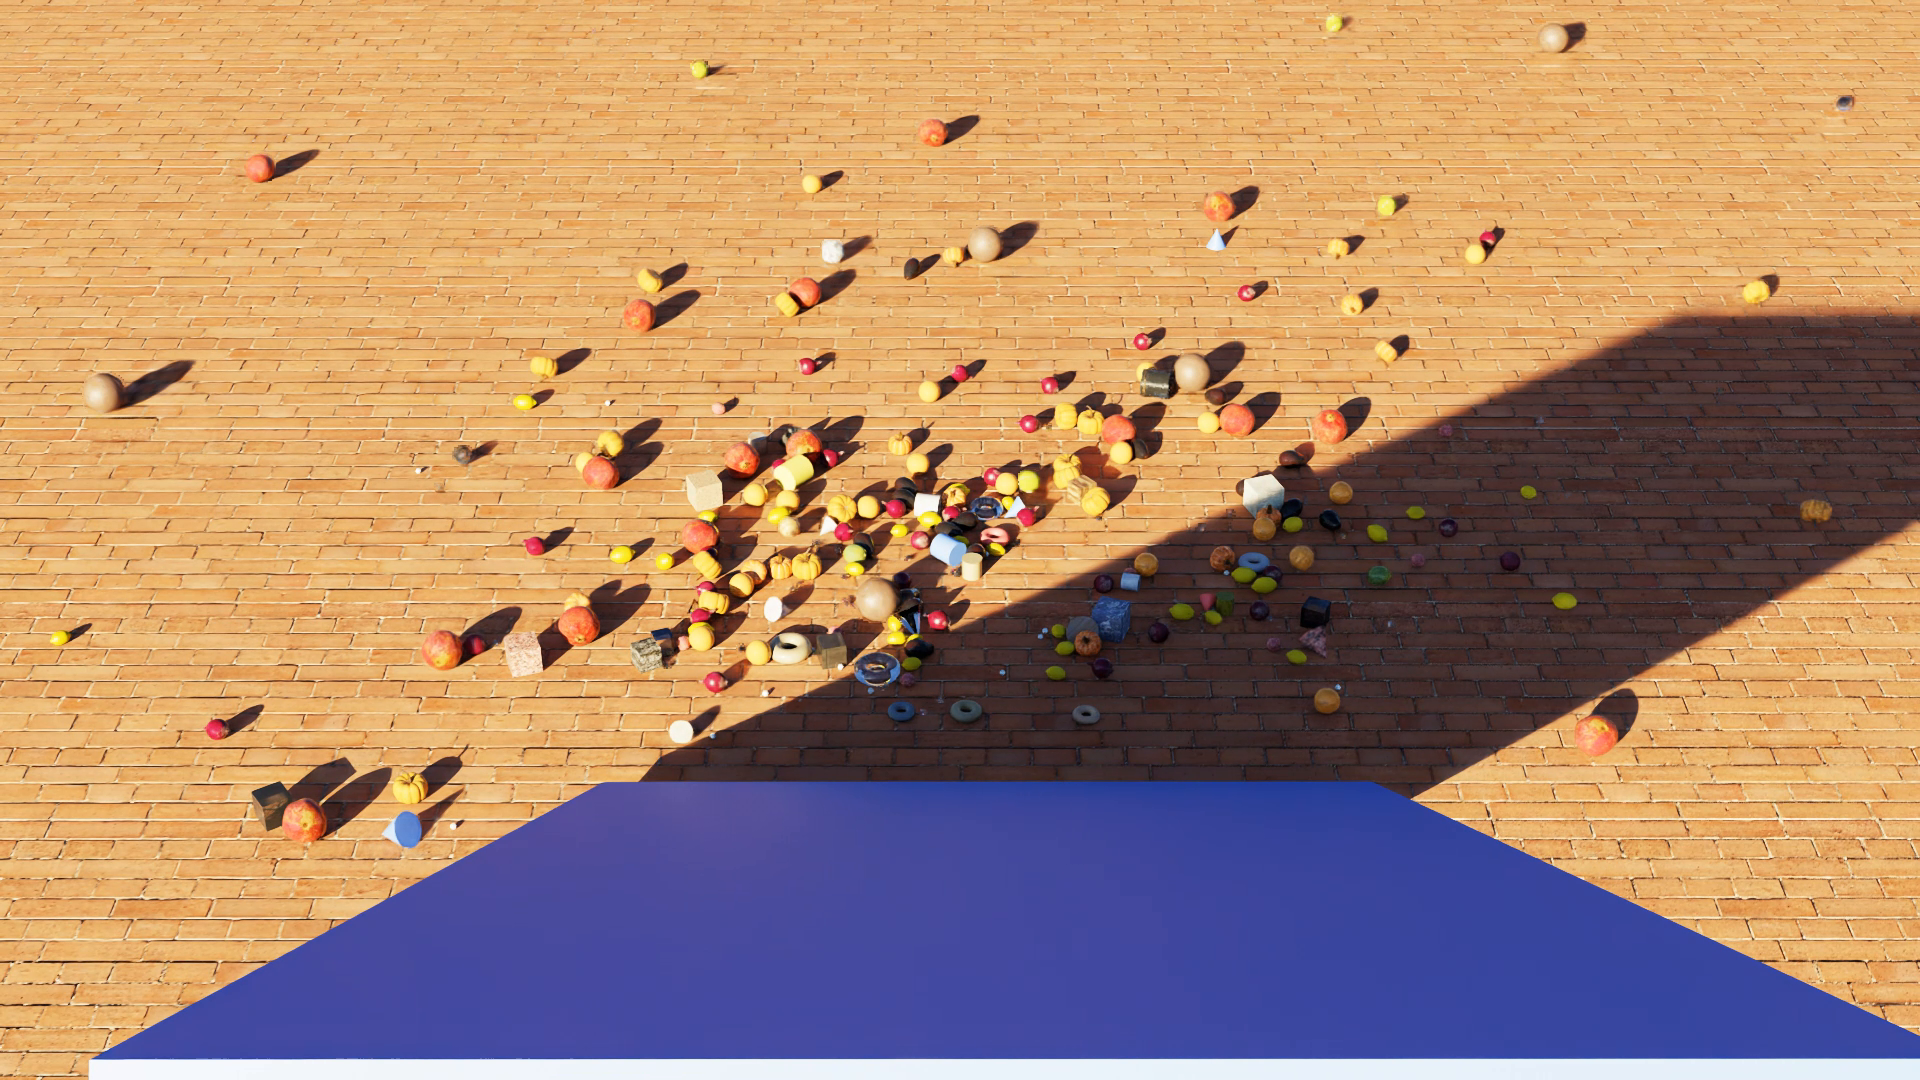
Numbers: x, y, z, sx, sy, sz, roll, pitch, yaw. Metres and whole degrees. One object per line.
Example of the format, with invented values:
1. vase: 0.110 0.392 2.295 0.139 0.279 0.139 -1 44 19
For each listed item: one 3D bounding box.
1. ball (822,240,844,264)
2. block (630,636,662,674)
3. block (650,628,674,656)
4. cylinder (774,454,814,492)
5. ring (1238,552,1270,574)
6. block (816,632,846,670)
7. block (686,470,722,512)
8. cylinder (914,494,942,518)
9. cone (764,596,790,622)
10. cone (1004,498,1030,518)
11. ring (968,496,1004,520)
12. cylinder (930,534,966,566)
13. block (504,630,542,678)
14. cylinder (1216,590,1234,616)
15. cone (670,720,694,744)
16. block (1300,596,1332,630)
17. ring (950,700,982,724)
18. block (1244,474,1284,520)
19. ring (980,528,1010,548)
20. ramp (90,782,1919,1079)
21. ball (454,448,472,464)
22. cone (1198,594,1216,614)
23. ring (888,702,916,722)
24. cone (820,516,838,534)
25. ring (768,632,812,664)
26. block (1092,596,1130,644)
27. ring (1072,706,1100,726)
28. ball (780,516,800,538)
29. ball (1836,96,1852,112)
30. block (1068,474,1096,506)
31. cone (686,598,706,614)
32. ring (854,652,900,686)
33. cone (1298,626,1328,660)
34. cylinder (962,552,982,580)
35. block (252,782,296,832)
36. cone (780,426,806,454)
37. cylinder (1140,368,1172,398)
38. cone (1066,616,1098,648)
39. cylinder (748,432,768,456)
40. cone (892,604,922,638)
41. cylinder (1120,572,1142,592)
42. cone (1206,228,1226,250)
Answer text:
1. ball: -0.461 -1.044 9.402 0.084 0.084 0.084 0 33 0
2. block: -0.885 0.325 7.317 0.065 0.065 0.065 -17 37 -25
3. block: -0.847 0.290 7.381 0.053 0.053 0.053 -12 35 -18
4. cylinder: -0.520 -0.209 8.117 0.087 0.087 0.087 24 40 32
5. ring: 0.877 0.069 7.741 0.095 0.032 0.095 0 32 0
6. block: -0.363 0.313 7.330 0.070 0.070 0.070 -9 34 -13
7. block: -0.791 -0.153 8.033 0.085 0.085 0.085 -14 36 -21
8. cylinder: -0.098 -0.105 7.971 0.072 0.072 0.072 4 33 13
9. cone: -0.516 0.202 7.535 0.072 0.072 0.072 5 21 -47
10. cone: 0.167 -0.087 7.980 0.071 0.071 0.071 -32 37 1
11. ring: 0.080 -0.097 7.992 0.109 0.036 0.109 -1 33 1
12. cylinder: -0.035 0.029 7.760 0.077 0.077 0.077 27 42 35
13. block: -1.230 0.321 7.303 0.086 0.086 0.086 -11 35 -17
14. cylinder: 0.770 0.185 7.543 0.054 0.054 0.054 0 33 0
15. cone: -0.757 0.516 7.057 0.064 0.064 0.064 -2 6 -3
16. block: 1.026 0.213 7.487 0.066 0.066 0.066 15 36 22
17. ring: 0.017 0.471 7.125 0.090 0.030 0.090 1 32 -1
18. block: 0.936 -0.134 7.998 0.091 0.091 0.091 -12 35 -17
19. ring: 0.105 -0.006 7.857 0.093 0.031 0.093 0 32 0
20. ramp: 0.073 0.641 4.757 2.000 0.100 4.000 0 -1 0
21. ball: -1.577 -0.268 8.235 0.055 0.055 0.055 0 33 0
22. cone: 0.721 0.192 7.558 0.054 0.054 0.054 4 60 6
23. ring: -0.161 0.471 7.129 0.077 0.026 0.077 -1 34 0
24. cone: -0.408 -0.034 7.905 0.054 0.054 0.054 31 70 38
25. ring: -0.483 0.307 7.365 0.126 0.042 0.126 -1 32 0
26. block: 0.433 0.228 7.443 0.089 0.089 0.089 12 35 17
27. ring: 0.346 0.481 7.114 0.077 0.026 0.077 1 34 -1
28. ball: -0.516 -0.039 7.878 0.063 0.063 0.063 0 33 0
29. ball: 3.596 -1.774 10.544 0.061 0.061 0.061 0 33 0
30. block: 0.379 -0.155 8.055 0.062 0.062 0.062 -23 39 -31
31. cone: -0.761 0.202 7.544 0.053 0.053 0.053 25 32 -11
32. ring: -0.233 0.362 7.279 0.132 0.044 0.132 -1 34 1
33. cone: 1.022 0.304 7.373 0.087 0.087 0.087 -18 64 -26
34. cylinder: 0.036 0.079 7.699 0.060 0.060 0.060 0 33 0
35. block: -1.784 0.691 6.740 0.080 0.080 0.080 -20 38 -28
36. cone: -0.556 -0.318 8.329 0.086 0.086 0.086 -5 21 48
37. cylinder: 0.649 -0.517 8.586 0.092 0.092 0.092 7 34 11
38. cone: 0.344 0.259 7.439 0.095 0.095 0.095 -4 6 -6
39. cylinder: -0.646 -0.306 8.291 0.059 0.059 0.059 0 33 0
40. cone: -0.136 0.242 7.440 0.092 0.092 0.092 -22 -1 -1
41. cylinder: 0.504 0.124 7.639 0.050 0.050 0.050 9 34 14
42. cone: 0.942 -1.111 9.516 0.071 0.071 0.071 0 33 0
